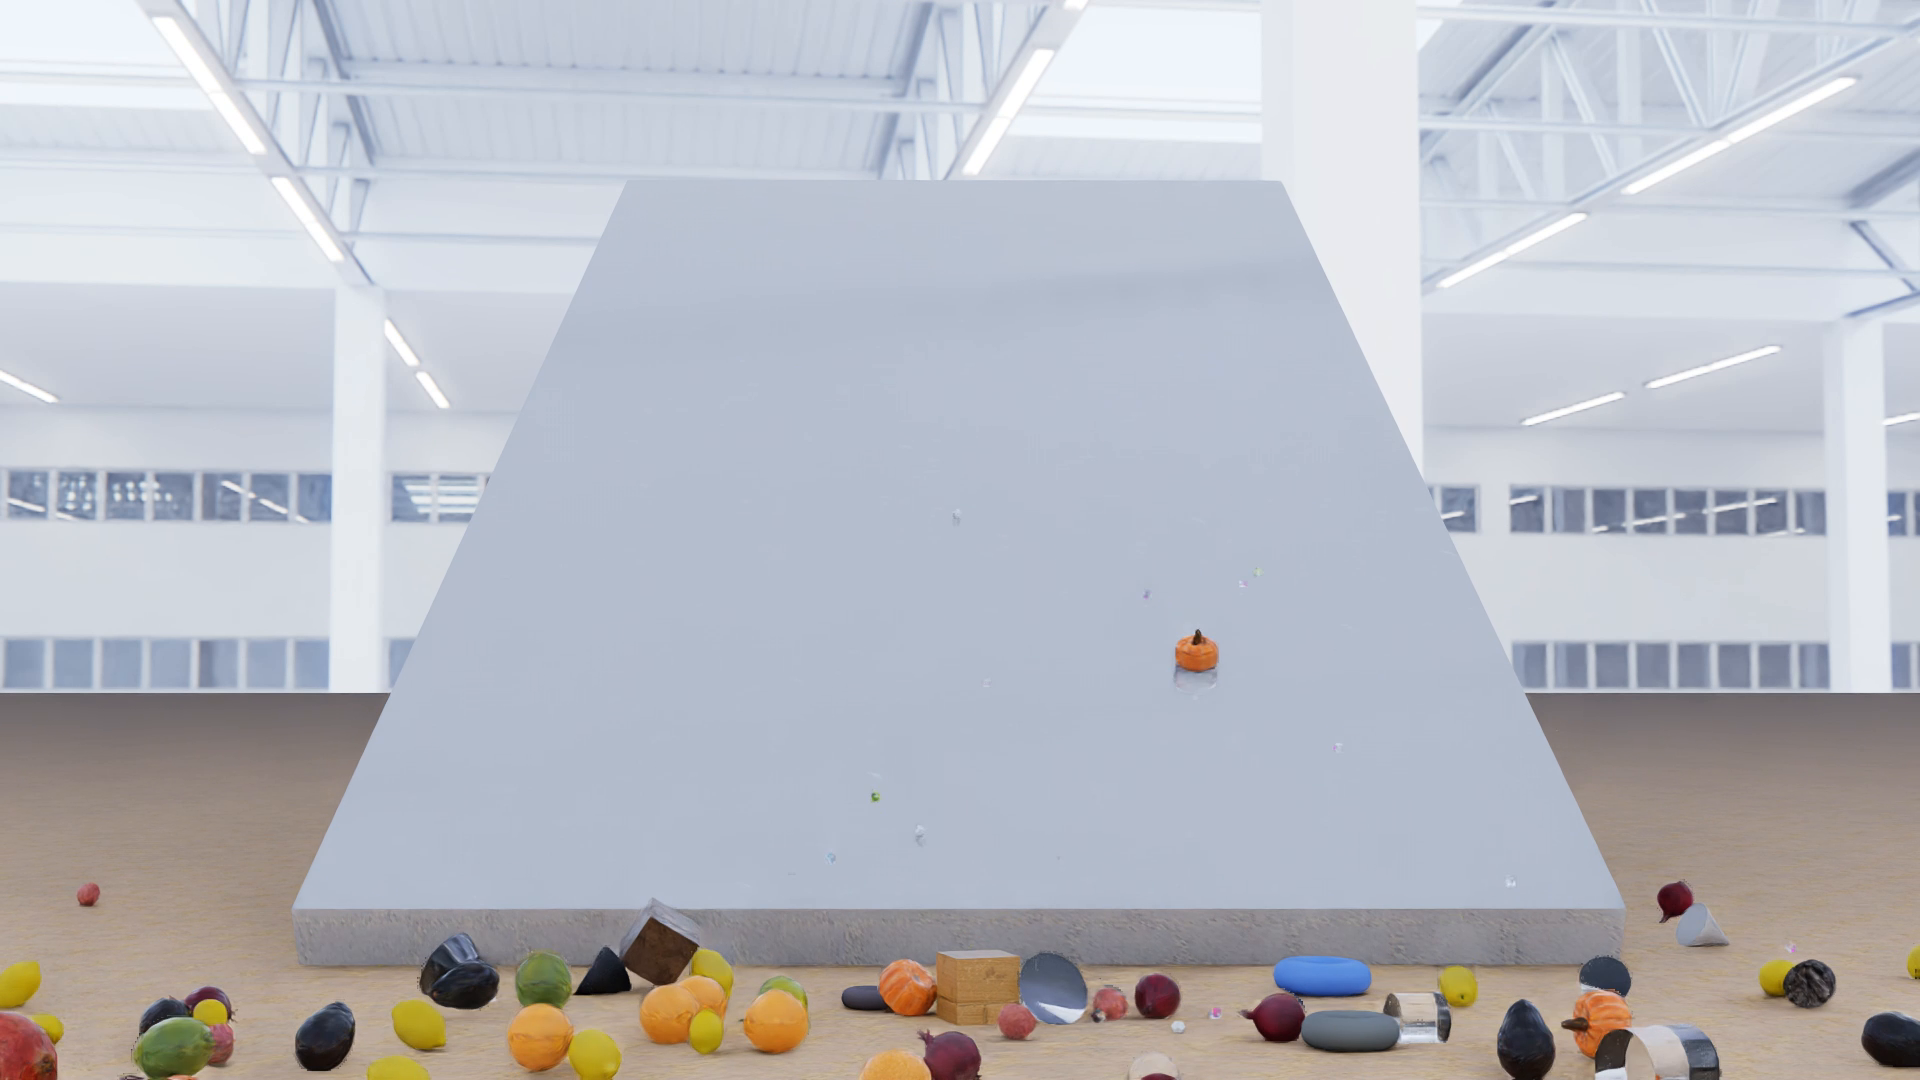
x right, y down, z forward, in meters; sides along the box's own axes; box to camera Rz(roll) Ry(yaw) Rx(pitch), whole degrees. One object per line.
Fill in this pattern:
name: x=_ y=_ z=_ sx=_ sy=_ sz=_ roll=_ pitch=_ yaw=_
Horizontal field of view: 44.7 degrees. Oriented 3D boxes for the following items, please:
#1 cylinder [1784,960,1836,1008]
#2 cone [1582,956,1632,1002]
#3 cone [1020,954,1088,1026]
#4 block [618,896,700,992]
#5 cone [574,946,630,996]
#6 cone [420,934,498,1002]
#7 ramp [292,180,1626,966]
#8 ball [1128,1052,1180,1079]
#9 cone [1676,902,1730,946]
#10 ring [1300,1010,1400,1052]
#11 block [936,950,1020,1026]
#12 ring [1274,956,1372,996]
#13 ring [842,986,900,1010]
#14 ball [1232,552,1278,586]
cylinder: x=1.123 y=0.586 z=3.080 sx=0.057 sy=0.057 sz=0.057 roll=-2 pitch=-4 yaw=28
cone: x=0.867 y=0.604 z=3.137 sx=0.067 sy=0.067 sz=0.067 roll=-1 pitch=-35 yaw=9
cone: x=0.098 y=0.586 z=2.956 sx=0.095 sy=0.095 sz=0.095 roll=2 pitch=-31 yaw=-27
block: x=-0.417 y=0.561 z=3.239 sx=0.080 sy=0.080 sz=0.080 roll=33 pitch=6 yaw=-12
cone: x=-0.500 y=0.606 z=3.196 sx=0.071 sy=0.071 sz=0.071 roll=-29 pitch=12 yaw=-30
cone: x=-0.658 y=0.597 z=3.144 sx=0.097 sy=0.097 sz=0.097 roll=28 pitch=10 yaw=26
ramp: x=-0.008 y=-0.229 z=5.334 sx=2.000 sy=0.100 sz=4.000 roll=0 pitch=24 yaw=0
ball: x=0.196 y=0.543 z=2.351 sx=0.053 sy=0.053 sz=0.053 roll=0 pitch=-4 yaw=0
cone: x=1.222 y=0.642 z=3.796 sx=0.078 sy=0.078 sz=0.078 roll=28 pitch=-9 yaw=-10
ring: x=0.456 y=0.574 z=2.729 sx=0.115 sy=0.038 sz=0.115 roll=0 pitch=-5 yaw=0
block: x=0.023 y=0.566 z=2.951 sx=0.082 sy=0.082 sz=0.082 roll=1 pitch=-4 yaw=-18
ring: x=0.500 y=0.602 z=3.218 sx=0.134 sy=0.045 sz=0.134 roll=1 pitch=-4 yaw=0
ring: x=-0.117 y=0.601 z=3.062 sx=0.078 sy=0.026 sz=0.078 roll=1 pitch=-4 yaw=0
ball: x=0.575 y=0.068 z=4.551 sx=0.088 sy=0.088 sz=0.088 roll=0 pitch=-4 yaw=0
